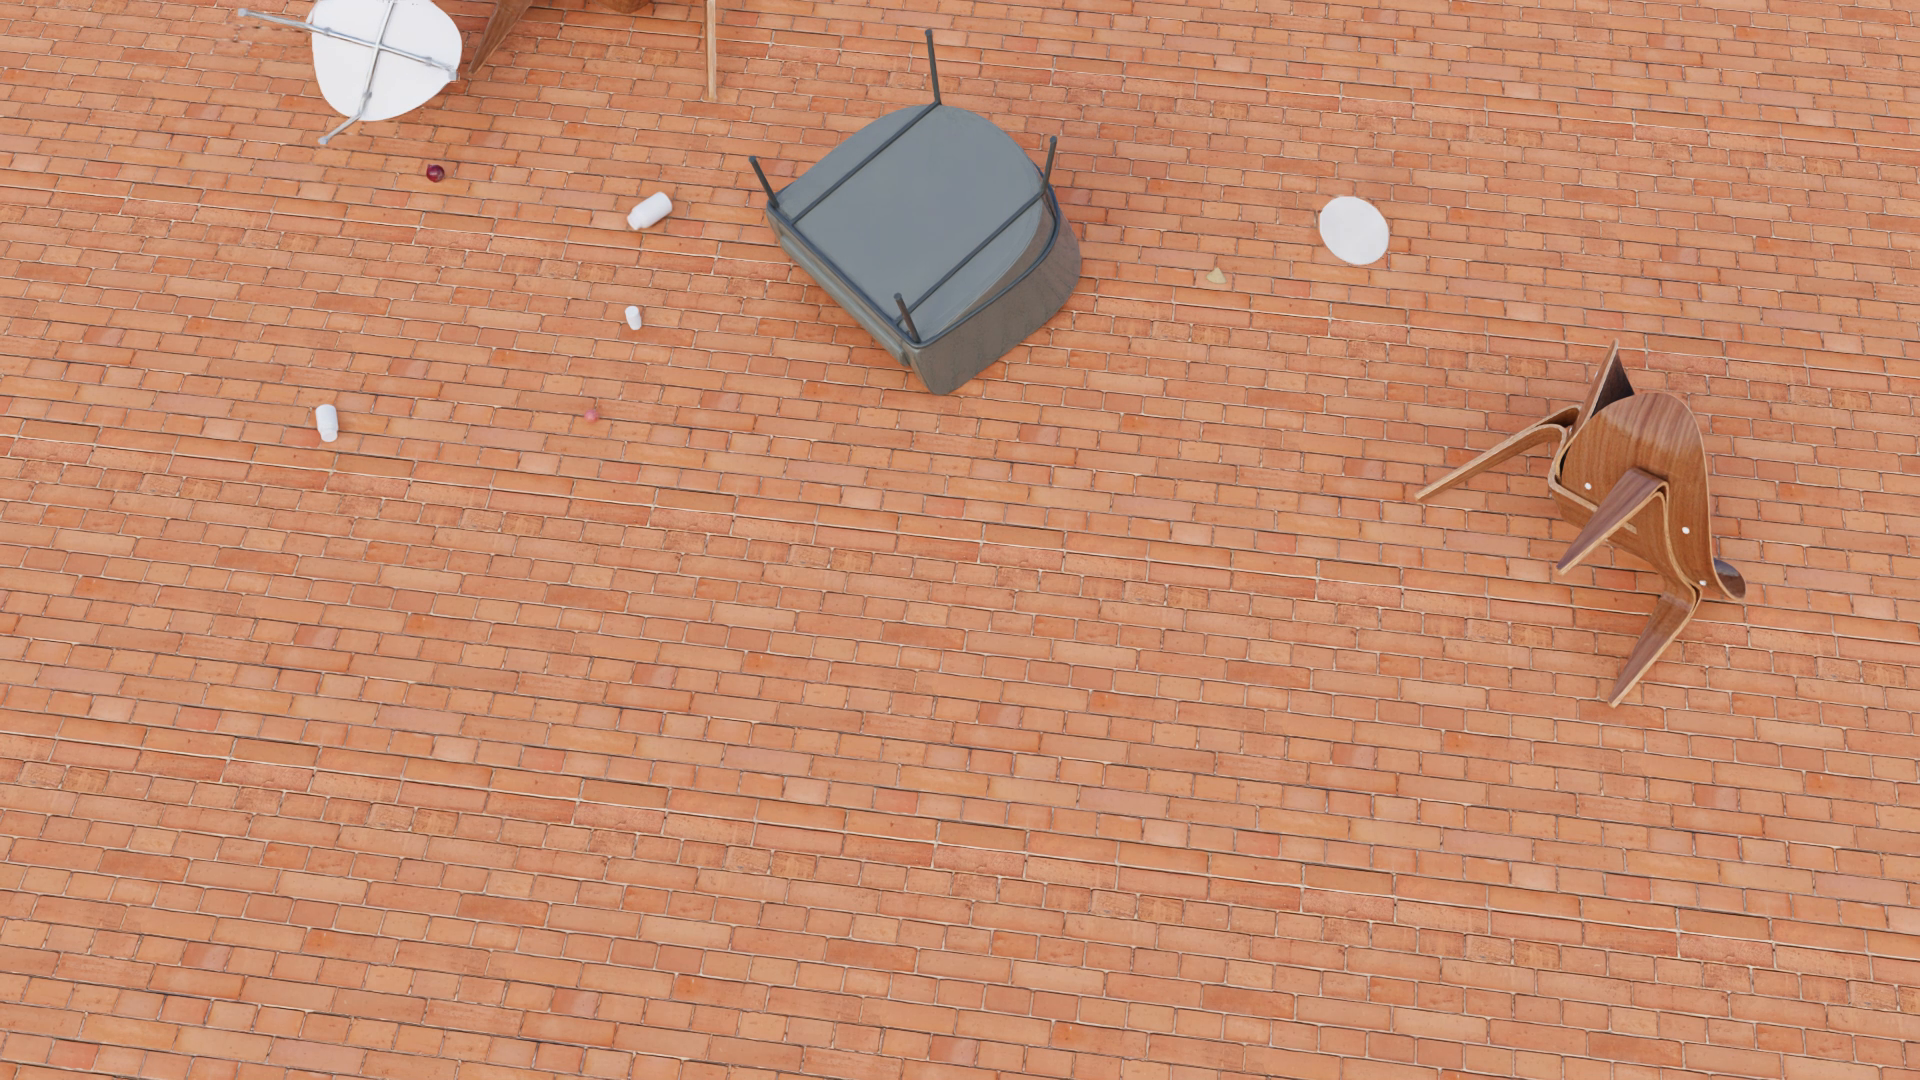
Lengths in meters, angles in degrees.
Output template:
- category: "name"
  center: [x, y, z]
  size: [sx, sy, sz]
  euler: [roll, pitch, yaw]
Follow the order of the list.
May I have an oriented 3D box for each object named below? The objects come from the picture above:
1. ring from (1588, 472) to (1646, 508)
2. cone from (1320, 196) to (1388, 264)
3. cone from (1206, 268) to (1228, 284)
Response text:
- category: "ring"
  center: [1.989, -0.154, 6.660]
  size: [0.171, 0.029, 0.130]
  euler: [8, 57, 5]
- category: "cone"
  center: [1.324, -1.028, 7.210]
  size: [0.252, 0.208, 0.170]
  euler: [37, 32, 19]
- category: "cone"
  center: [0.833, -0.865, 7.118]
  size: [0.074, 0.060, 0.042]
  euler: [17, 58, 11]
